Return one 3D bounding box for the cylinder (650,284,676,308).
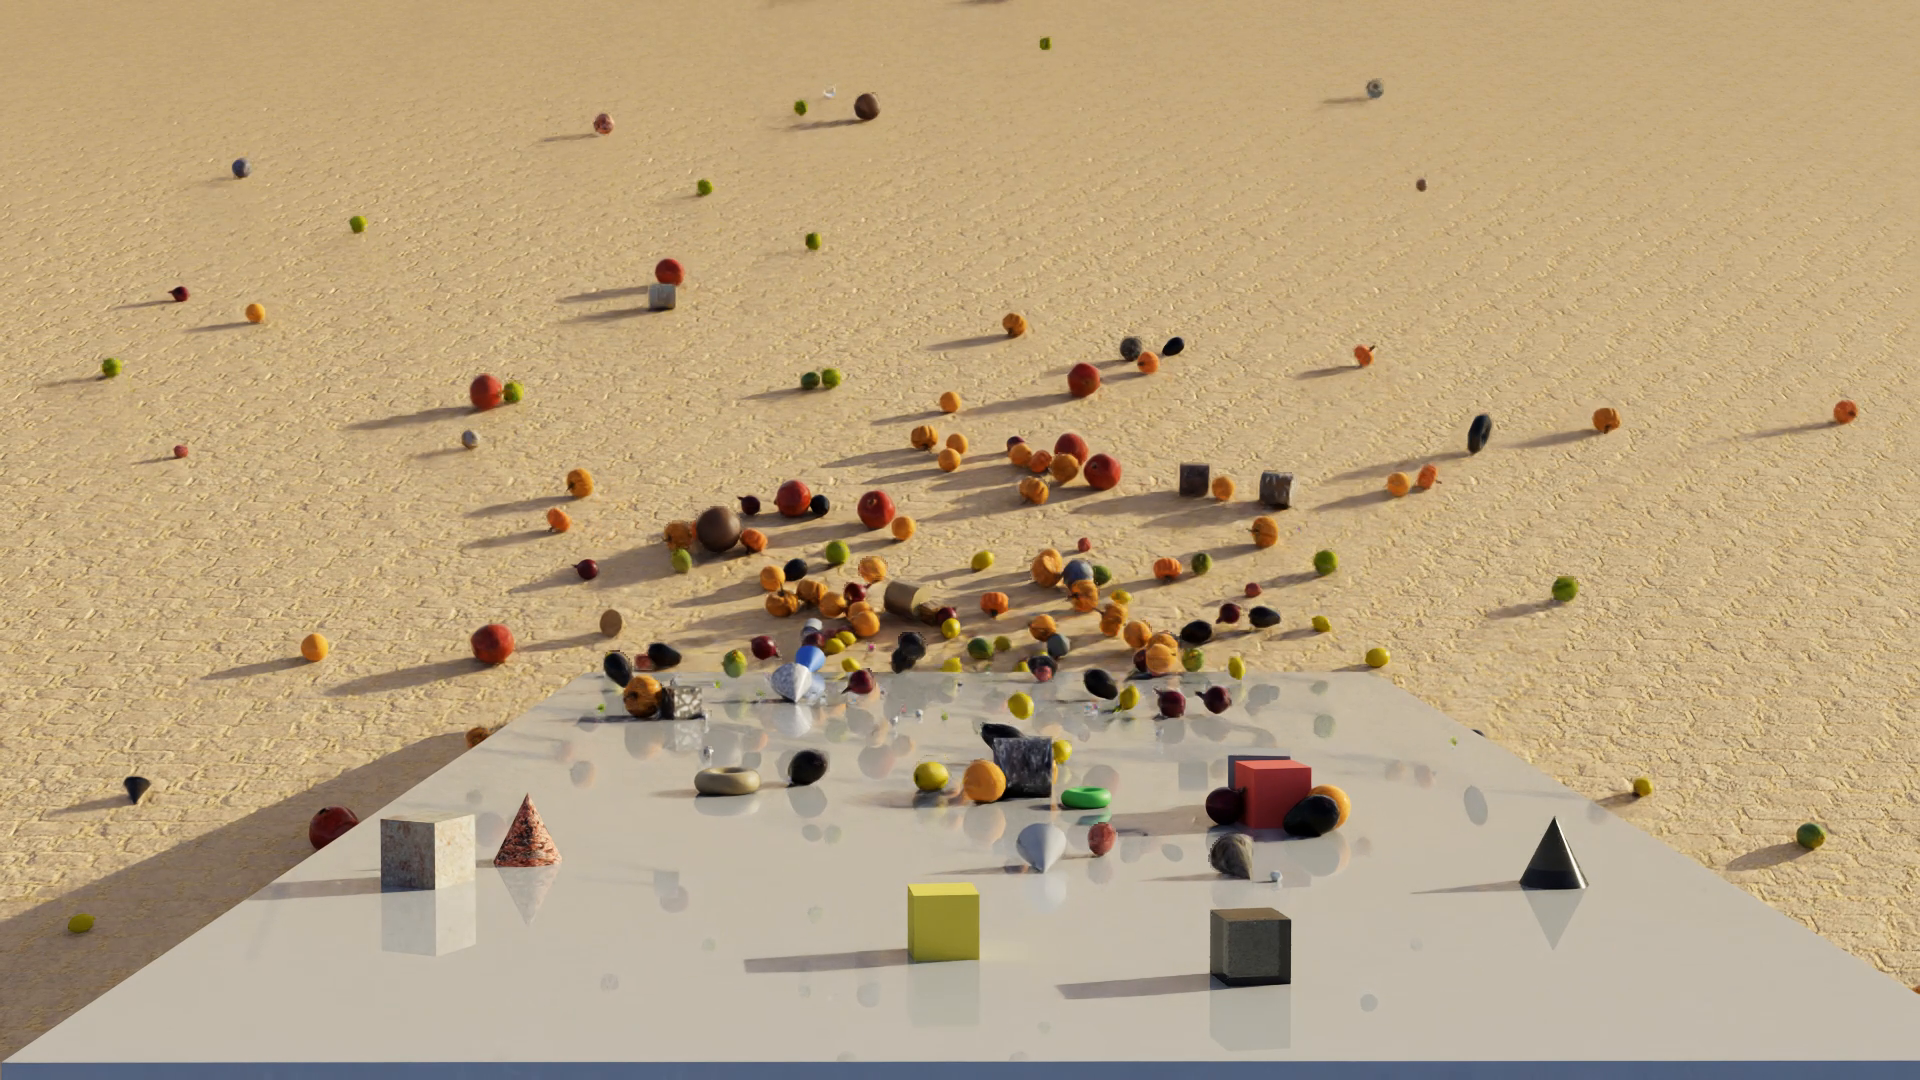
[{"bbox_3d":[-1.114,-0.914,9.637,0.093,0.093,0.093,-3,23,-7],"label":"cylinder"}]

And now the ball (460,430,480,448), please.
[{"bbox_3d":[-1.572,-0.324,8.270,0.062,0.062,0.062,0,23,0],"label":"ball"}]

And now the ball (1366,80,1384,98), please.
[{"bbox_3d":[2.071,-2.253,12.842,0.090,0.090,0.090,0,23,0],"label":"ball"}]

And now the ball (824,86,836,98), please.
[{"bbox_3d":[-0.649,-2.239,12.848,0.060,0.060,0.060,0,23,0],"label":"ball"}]

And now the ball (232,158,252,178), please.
[{"bbox_3d":[-3.180,-1.648,11.400,0.087,0.087,0.087,0,23,0],"label":"ball"}]

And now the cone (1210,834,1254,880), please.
[{"bbox_3d":[0.391,0.453,3.573,0.065,0.065,0.065,-7,31,-17],"label":"cone"}]

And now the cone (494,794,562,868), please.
[{"bbox_3d":[-0.622,0.413,3.702,0.099,0.099,0.099,0,3,0],"label":"cone"}]

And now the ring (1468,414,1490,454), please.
[{"bbox_3d":[1.659,-0.340,8.225,0.044,0.131,0.131,19,29,25],"label":"ring"}]

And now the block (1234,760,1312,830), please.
[{"bbox_3d":[0.492,0.399,4.047,0.094,0.094,0.094,-1,3,-12],"label":"block"}]

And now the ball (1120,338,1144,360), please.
[{"bbox_3d":[0.606,-0.674,9.078,0.084,0.084,0.084,0,23,0],"label":"ball"}]

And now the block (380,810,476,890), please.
[{"bbox_3d":[-0.730,0.425,3.533,0.091,0.091,0.091,1,3,25],"label":"block"}]

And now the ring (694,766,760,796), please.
[{"bbox_3d":[-0.398,0.412,4.402,0.114,0.038,0.114,0,4,0],"label":"ring"}]

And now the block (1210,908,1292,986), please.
[{"bbox_3d":[0.329,0.460,2.914,0.073,0.073,0.073,-1,3,-11],"label":"block"}]

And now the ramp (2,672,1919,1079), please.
[{"bbox_3d":[0.052,0.475,4.536,2.000,0.100,4.000,0,3,0],"label":"ramp"}]

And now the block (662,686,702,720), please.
[{"bbox_3d":[-0.596,0.349,5.518,0.065,0.065,0.065,-1,3,-31],"label":"block"}]

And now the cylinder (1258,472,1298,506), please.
[{"bbox_3d":[0.967,-0.155,7.822,0.095,0.095,0.095,8,24,20],"label":"cylinder"}]

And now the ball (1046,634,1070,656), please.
[{"bbox_3d":[0.262,0.279,6.830,0.062,0.062,0.062,0,23,0],"label":"ball"}]

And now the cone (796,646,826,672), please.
[{"bbox_3d":[-0.382,0.319,6.507,0.077,0.077,0.077,1,26,3],"label":"cone"}]

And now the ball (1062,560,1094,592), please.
[{"bbox_3d":[0.332,0.100,7.224,0.089,0.089,0.089,0,23,0],"label":"ball"}]

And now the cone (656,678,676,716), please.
[{"bbox_3d":[-0.623,0.338,5.586,0.080,0.080,0.080,0,3,0],"label":"cone"}]

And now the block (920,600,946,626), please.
[{"bbox_3d":[-0.074,0.199,7.035,0.051,0.051,0.051,-18,29,-36],"label":"block"}]

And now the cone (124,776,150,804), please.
[{"bbox_3d":[-1.954,0.603,6.100,0.061,0.061,0.061,-2,49,-5],"label":"cone"}]

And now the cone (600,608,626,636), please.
[{"bbox_3d":[-0.925,0.230,6.984,0.075,0.075,0.075,11,-7,25],"label":"cone"}]

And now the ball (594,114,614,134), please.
[{"bbox_3d":[-1.678,-1.961,12.139,0.095,0.095,0.095,0,23,0],"label":"ball"}]

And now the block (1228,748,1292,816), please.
[{"bbox_3d":[0.485,0.391,4.158,0.100,0.100,0.100,0,3,8],"label":"block"}]

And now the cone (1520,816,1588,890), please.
[{"bbox_3d":[0.812,0.423,3.516,0.094,0.094,0.094,0,3,0],"label":"cone"}]

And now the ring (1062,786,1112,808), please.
[{"bbox_3d":[0.208,0.424,4.236,0.083,0.028,0.083,-1,3,0],"label":"ring"}]

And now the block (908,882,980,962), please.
[{"bbox_3d":[-0.020,0.452,3.052,0.077,0.077,0.077,0,3,-7],"label":"block"}]

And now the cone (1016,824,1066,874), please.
[{"bbox_3d":[0.116,0.449,3.627,0.072,0.072,0.072,-1,29,-1],"label":"cone"}]

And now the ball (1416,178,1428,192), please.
[{"bbox_3d":[2.011,-1.545,11.196,0.056,0.056,0.056,0,23,0],"label":"ball"}]

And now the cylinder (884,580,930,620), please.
[{"bbox_3d":[-0.146,0.164,7.064,0.093,0.093,0.093,14,27,31],"label":"cylinder"}]
